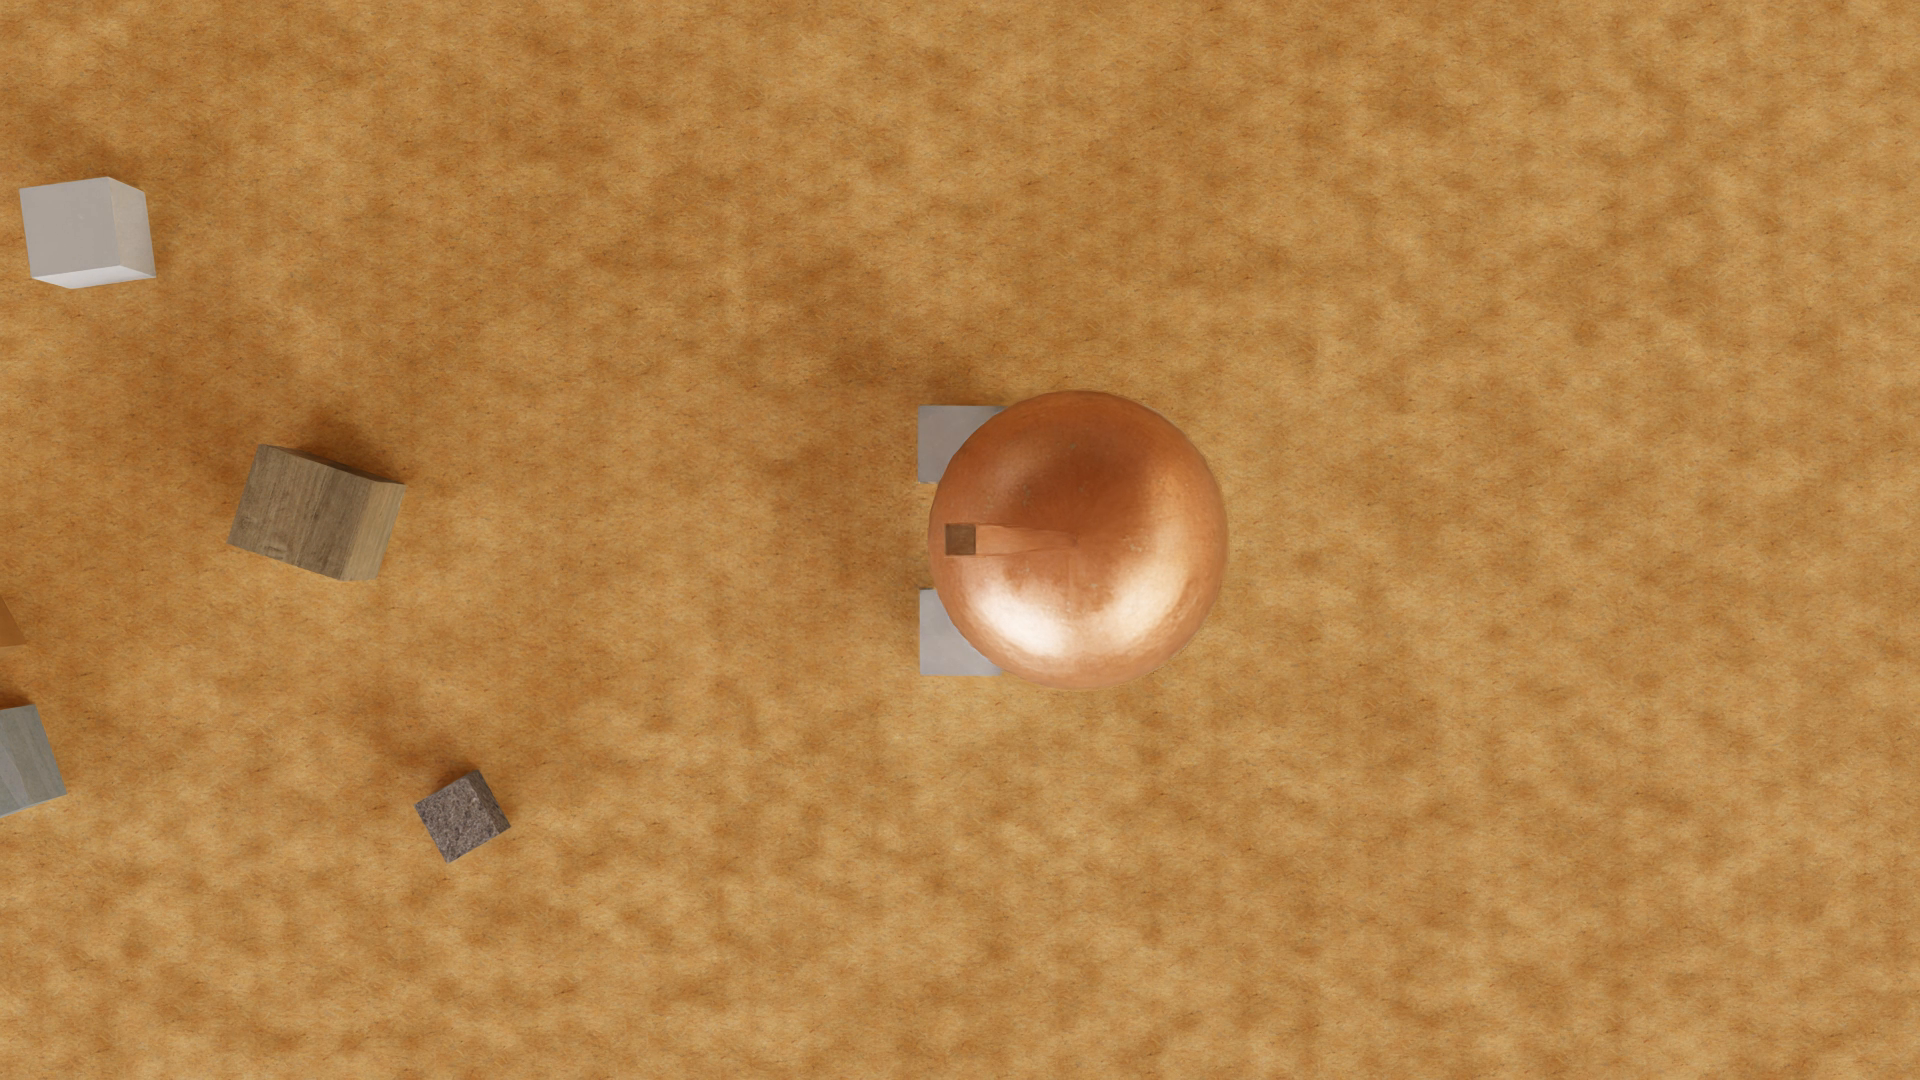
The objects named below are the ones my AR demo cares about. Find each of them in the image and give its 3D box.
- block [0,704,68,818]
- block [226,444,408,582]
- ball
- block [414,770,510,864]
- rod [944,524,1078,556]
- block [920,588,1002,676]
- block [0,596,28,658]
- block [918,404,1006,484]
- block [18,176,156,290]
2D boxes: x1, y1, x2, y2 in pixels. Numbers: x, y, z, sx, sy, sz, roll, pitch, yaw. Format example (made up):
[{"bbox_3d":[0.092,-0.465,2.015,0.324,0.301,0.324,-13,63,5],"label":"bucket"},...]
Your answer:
[{"bbox_3d":[-5.609,1.321,12.742,0.506,0.515,0.567,-20,90,0],"label":"block"},{"bbox_3d":[-3.684,-0.153,12.645,0.686,0.710,0.588,18,90,0],"label":"block"},{"bbox_3d":[0.625,0.000,11.700,1.600,1.600,1.600,0,90,0],"label":"ball"},{"bbox_3d":[-2.900,1.610,12.832,0.348,0.337,0.393,-30,90,0],"label":"block"},{"bbox_3d":[0.271,0.000,8.318,0.080,5.200,0.080,0,90,6],"label":"rod"},{"bbox_3d":[0.008,0.524,12.761,0.468,0.478,0.491,0,90,0],"label":"block"},{"bbox_3d":[-5.813,0.527,12.753,0.444,0.493,0.448,-29,90,0],"label":"block"},{"bbox_3d":[0.011,-0.549,12.759,0.494,0.481,0.440,0,90,0],"label":"block"},{"bbox_3d":[-5.036,-1.770,12.719,0.509,0.562,0.508,-8,90,0],"label":"block"}]
